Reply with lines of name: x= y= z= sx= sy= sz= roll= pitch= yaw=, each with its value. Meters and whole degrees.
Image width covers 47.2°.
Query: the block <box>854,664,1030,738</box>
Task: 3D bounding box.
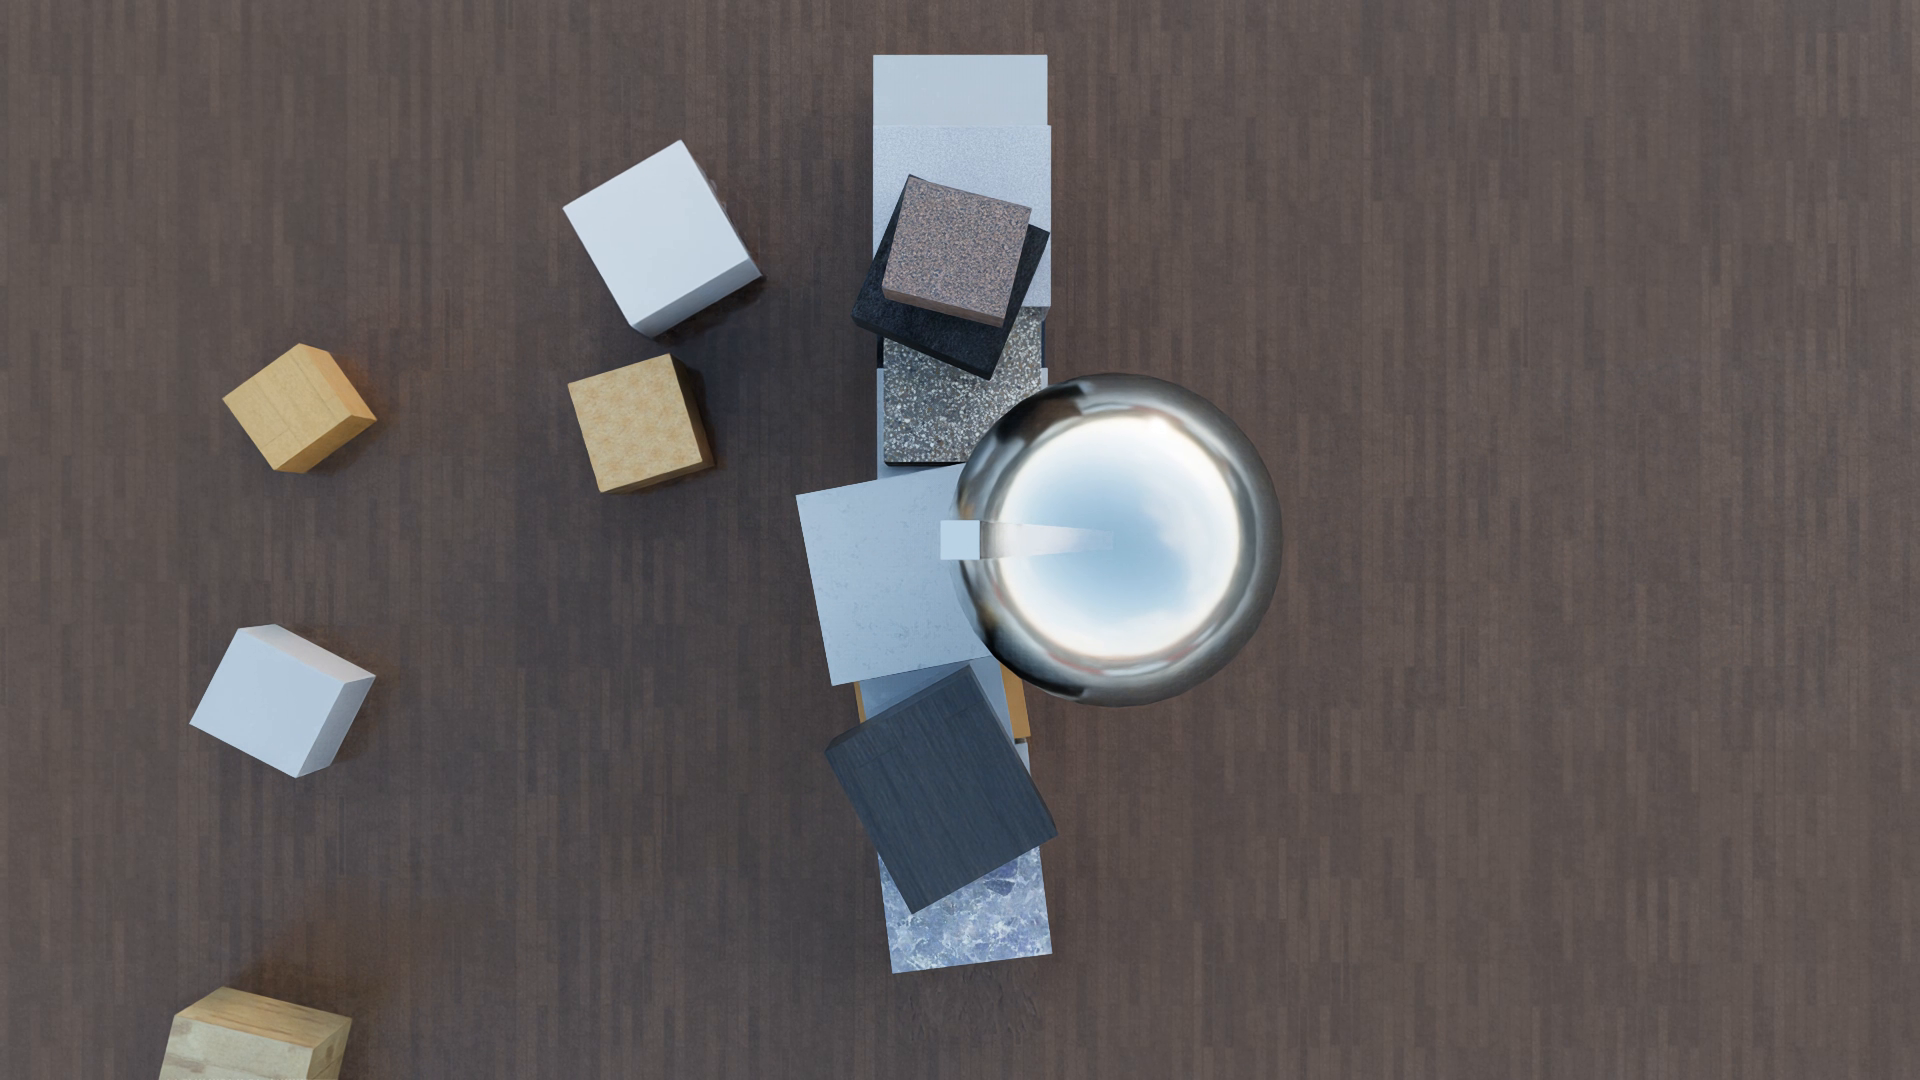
block: x=-0.143 y=0.627 z=12.455 sx=0.900 sy=1.091 sz=1.029 roll=-9 pitch=90 yaw=0

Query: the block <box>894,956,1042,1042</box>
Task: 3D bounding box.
block: x=0.026 y=2.321 z=12.549 sx=0.795 sy=0.903 sz=0.819 roll=-4 pitch=90 yaw=0

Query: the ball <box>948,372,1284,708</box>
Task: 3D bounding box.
ball: x=0.734 y=0.000 z=10.479 sx=1.600 sy=1.600 sz=1.600 roll=0 pitch=90 yaw=0

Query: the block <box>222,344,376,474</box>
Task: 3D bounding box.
block: x=-3.808 y=-0.754 z=12.718 sx=0.536 sy=0.565 sz=0.501 roll=-36 pitch=90 yaw=0

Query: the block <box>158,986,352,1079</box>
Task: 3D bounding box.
block: x=-4.068 y=3.107 z=12.604 sx=0.793 sy=0.792 sz=0.771 roll=14 pitch=90 yaw=0

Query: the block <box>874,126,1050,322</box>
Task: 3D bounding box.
block: x=0.010 y=-1.657 z=11.650 sx=0.904 sy=0.902 sz=0.918 roll=0 pitch=91 yaw=0

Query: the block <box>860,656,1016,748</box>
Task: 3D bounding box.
block: x=-0.099 y=0.989 z=11.602 sx=0.727 sy=0.614 sz=0.673 roll=-11 pitch=90 yaw=0

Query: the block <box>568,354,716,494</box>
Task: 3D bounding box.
block: x=-1.826 y=-0.658 z=12.675 sx=0.600 sy=0.650 sz=0.637 roll=-17 pitch=90 yaw=0

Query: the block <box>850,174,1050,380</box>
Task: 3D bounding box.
block: x=-0.046 y=-1.286 z=10.892 sx=0.736 sy=0.624 sz=0.736 roll=23 pitch=91 yaw=0

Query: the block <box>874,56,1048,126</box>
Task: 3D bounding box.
block: x=0.002 y=-2.228 z=12.549 sx=0.956 sy=0.901 sz=0.880 roll=0 pitch=90 yaw=0

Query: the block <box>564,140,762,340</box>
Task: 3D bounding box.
block: x=-1.687 y=-1.704 z=12.598 sx=0.759 sy=0.804 sz=0.758 roll=-30 pitch=90 yaw=0

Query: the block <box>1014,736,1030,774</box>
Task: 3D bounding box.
block: x=-0.017 y=1.529 z=12.535 sx=0.855 sy=0.930 sz=0.744 roll=-6 pitch=90 yaw=0

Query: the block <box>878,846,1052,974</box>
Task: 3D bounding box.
block: x=0.012 y=1.762 z=11.696 sx=0.828 sy=0.748 sz=0.843 roll=-7 pitch=90 yaw=0

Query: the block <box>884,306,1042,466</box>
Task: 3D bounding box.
block: x=0.012 y=-0.796 z=11.628 sx=0.806 sy=0.768 sz=0.791 roll=0 pitch=90 yaw=0

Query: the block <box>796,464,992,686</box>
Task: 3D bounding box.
block: x=-0.268 y=0.172 z=11.488 sx=0.949 sy=0.840 sz=0.976 roll=-11 pitch=89 yaw=0

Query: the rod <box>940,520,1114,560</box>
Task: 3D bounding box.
rod: x=0.318 y=0.000 z=7.105 sx=0.080 sy=5.200 sz=0.080 roll=0 pitch=90 yaw=7

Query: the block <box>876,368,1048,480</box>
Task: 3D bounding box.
block: x=0.014 y=-0.449 z=12.506 sx=0.932 sy=0.988 sz=0.979 roll=0 pitch=90 yaw=0

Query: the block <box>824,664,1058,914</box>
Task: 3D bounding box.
block: x=-0.091 y=1.219 z=10.926 sx=0.801 sy=0.739 sz=0.886 roll=-29 pitch=90 yaw=0

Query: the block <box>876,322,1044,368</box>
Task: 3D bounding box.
block: x=0.005 y=-1.360 z=12.592 sx=0.931 sy=0.817 sz=0.836 roll=0 pitch=90 yaw=0

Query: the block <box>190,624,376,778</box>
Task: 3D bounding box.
block: x=-3.886 y=0.916 z=12.666 sx=0.671 sy=0.668 sz=0.599 roll=27 pitch=90 yaw=0

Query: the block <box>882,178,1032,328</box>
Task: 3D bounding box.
block: x=-0.015 y=-1.338 z=10.306 sx=0.579 sy=0.546 sz=0.520 roll=14 pitch=91 yaw=0
